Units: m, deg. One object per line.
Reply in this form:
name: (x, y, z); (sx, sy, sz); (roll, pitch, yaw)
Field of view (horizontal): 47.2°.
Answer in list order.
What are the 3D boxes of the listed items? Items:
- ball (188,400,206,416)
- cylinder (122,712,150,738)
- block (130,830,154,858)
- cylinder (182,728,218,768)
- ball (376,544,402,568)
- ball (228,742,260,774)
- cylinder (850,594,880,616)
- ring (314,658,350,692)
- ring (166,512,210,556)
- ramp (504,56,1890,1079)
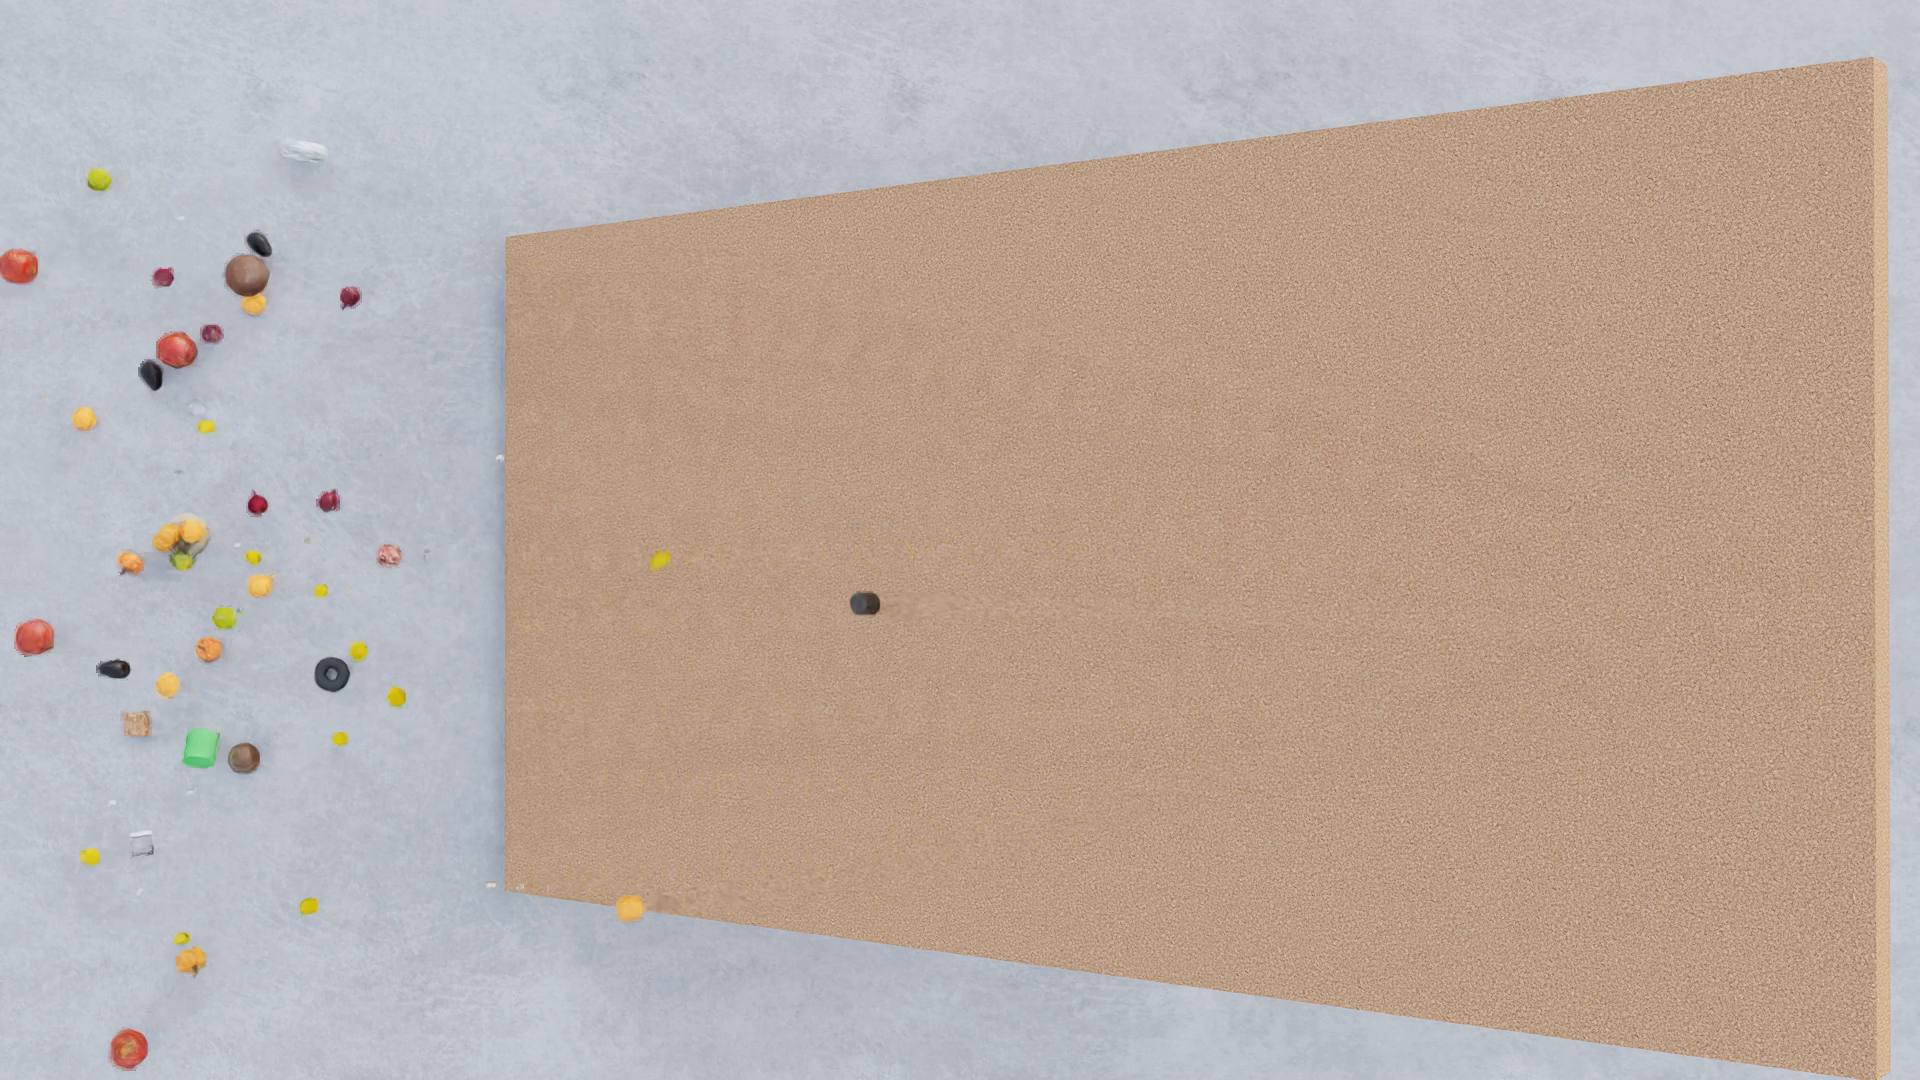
ball: (-2.353, -0.407, 6.778); (0.053, 0.053, 0.053); (0, 90, 0)
cylinder: (-2.531, 0.567, 6.757); (0.075, 0.075, 0.075); (-5, 87, 0)
block: (-2.509, 0.932, 6.744); (0.060, 0.060, 0.060); (-4, 102, -23)
cylinder: (-2.324, 0.638, 6.733); (0.093, 0.093, 0.093); (0, 62, 0)
ball: (-1.715, 0.048, 6.611); (0.074, 0.074, 0.074); (0, 90, 0)
ball: (-2.197, 0.670, 6.749); (0.096, 0.096, 0.096); (0, 90, 0)
cylinder: (-0.251, 0.170, 5.812); (0.057, 0.057, 0.057); (0, 89, 37)
ring: (-1.937, 0.415, 6.781); (0.108, 0.036, 0.108); (0, 88, 1)
ring: (-2.381, -0.017, 6.779); (0.136, 0.045, 0.136); (0, 90, 1)
ramp: (0.228, 0.064, 5.545); (4.000, 0.100, 2.000); (0, 89, 37)
